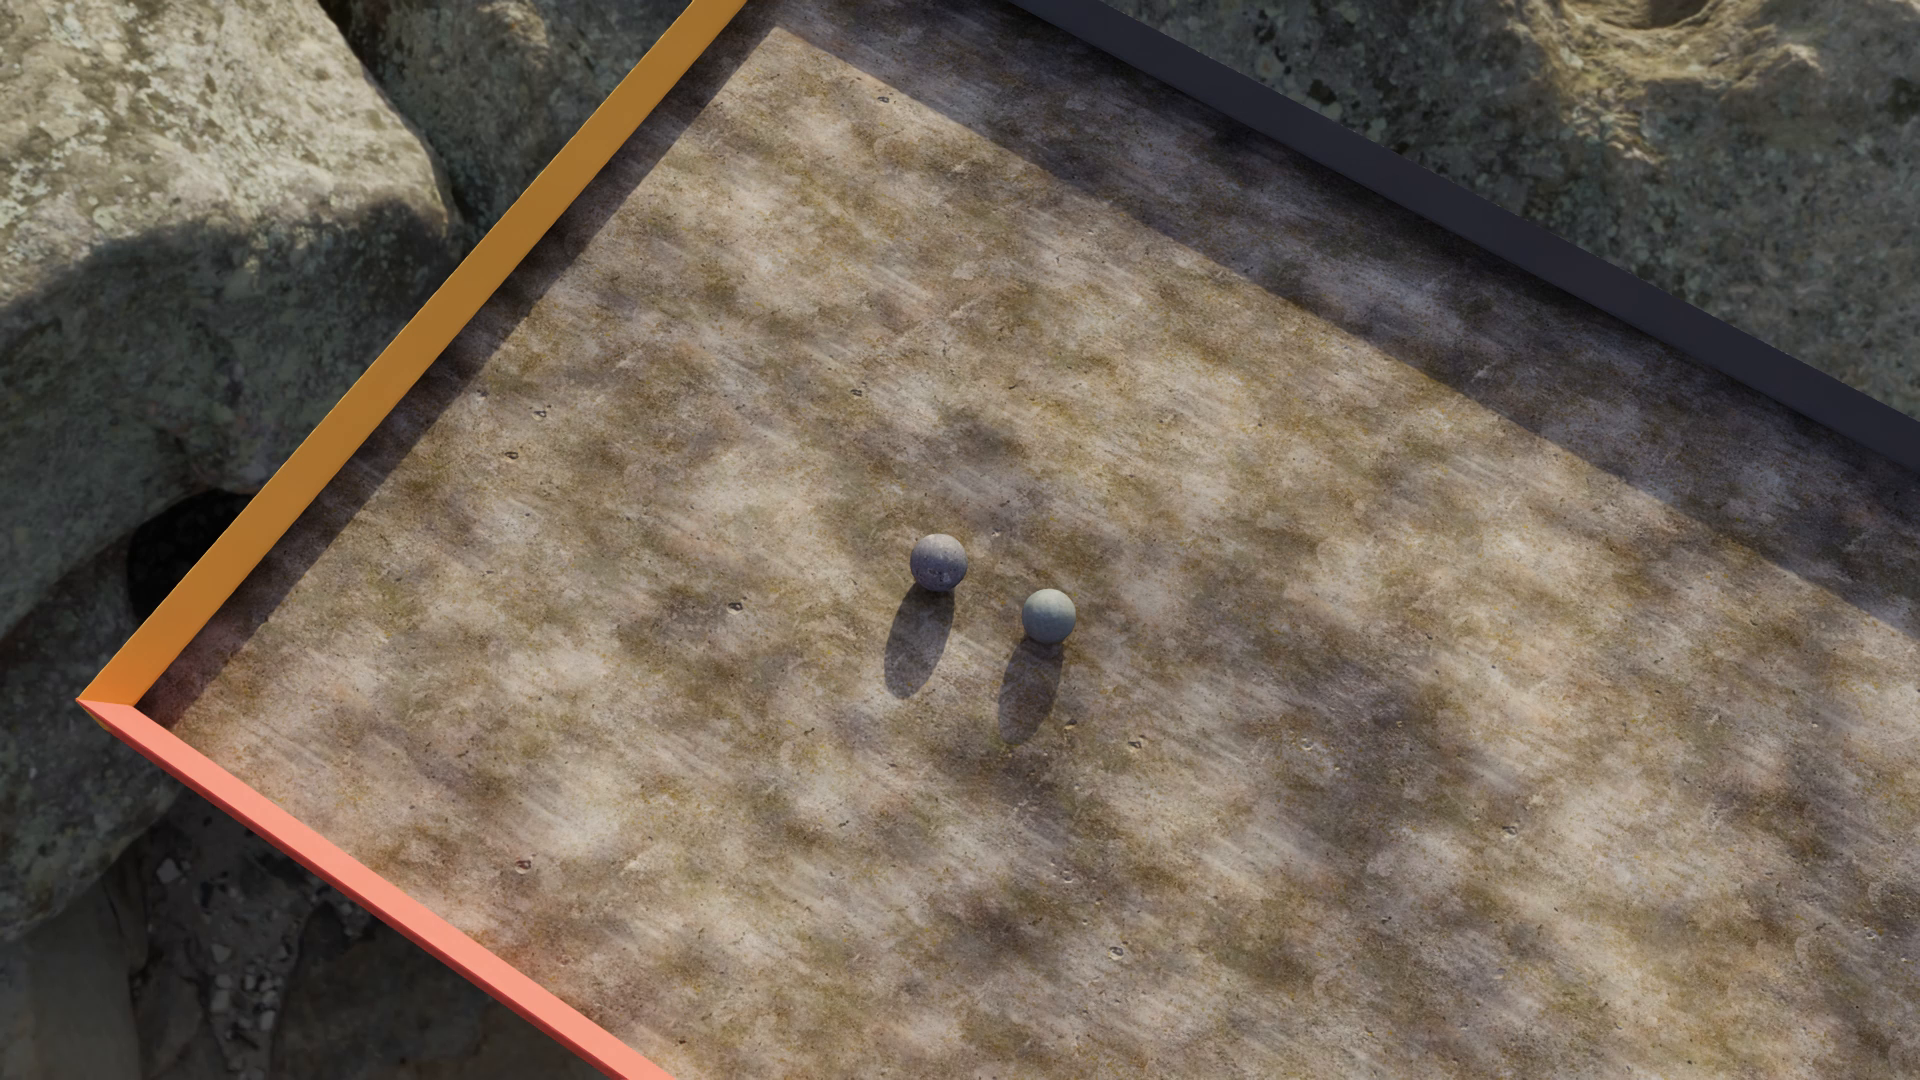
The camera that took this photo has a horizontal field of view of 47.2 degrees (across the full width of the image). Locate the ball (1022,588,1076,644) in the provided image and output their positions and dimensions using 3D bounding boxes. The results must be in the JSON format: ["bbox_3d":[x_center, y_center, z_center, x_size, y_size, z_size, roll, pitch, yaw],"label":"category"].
[{"bbox_3d":[0.142,0.122,3.509,0.088,0.088,0.088,0,65,0],"label":"ball"}]

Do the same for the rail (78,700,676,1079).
[{"bbox_3d":[0.272,1.207,2.975,3.852,0.126,0.045,31,68,14],"label":"rail"}]

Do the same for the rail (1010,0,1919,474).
[{"bbox_3d":[1.340,-0.269,3.672,3.852,0.126,0.045,31,68,14],"label":"rail"}]

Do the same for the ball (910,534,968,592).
[{"bbox_3d":[-0.034,0.036,3.546,0.094,0.094,0.094,0,65,0],"label":"ball"}]

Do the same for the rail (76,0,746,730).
[{"bbox_3d":[-0.786,-0.473,3.768,0.045,0.126,1.998,31,68,14],"label":"rail"}]
